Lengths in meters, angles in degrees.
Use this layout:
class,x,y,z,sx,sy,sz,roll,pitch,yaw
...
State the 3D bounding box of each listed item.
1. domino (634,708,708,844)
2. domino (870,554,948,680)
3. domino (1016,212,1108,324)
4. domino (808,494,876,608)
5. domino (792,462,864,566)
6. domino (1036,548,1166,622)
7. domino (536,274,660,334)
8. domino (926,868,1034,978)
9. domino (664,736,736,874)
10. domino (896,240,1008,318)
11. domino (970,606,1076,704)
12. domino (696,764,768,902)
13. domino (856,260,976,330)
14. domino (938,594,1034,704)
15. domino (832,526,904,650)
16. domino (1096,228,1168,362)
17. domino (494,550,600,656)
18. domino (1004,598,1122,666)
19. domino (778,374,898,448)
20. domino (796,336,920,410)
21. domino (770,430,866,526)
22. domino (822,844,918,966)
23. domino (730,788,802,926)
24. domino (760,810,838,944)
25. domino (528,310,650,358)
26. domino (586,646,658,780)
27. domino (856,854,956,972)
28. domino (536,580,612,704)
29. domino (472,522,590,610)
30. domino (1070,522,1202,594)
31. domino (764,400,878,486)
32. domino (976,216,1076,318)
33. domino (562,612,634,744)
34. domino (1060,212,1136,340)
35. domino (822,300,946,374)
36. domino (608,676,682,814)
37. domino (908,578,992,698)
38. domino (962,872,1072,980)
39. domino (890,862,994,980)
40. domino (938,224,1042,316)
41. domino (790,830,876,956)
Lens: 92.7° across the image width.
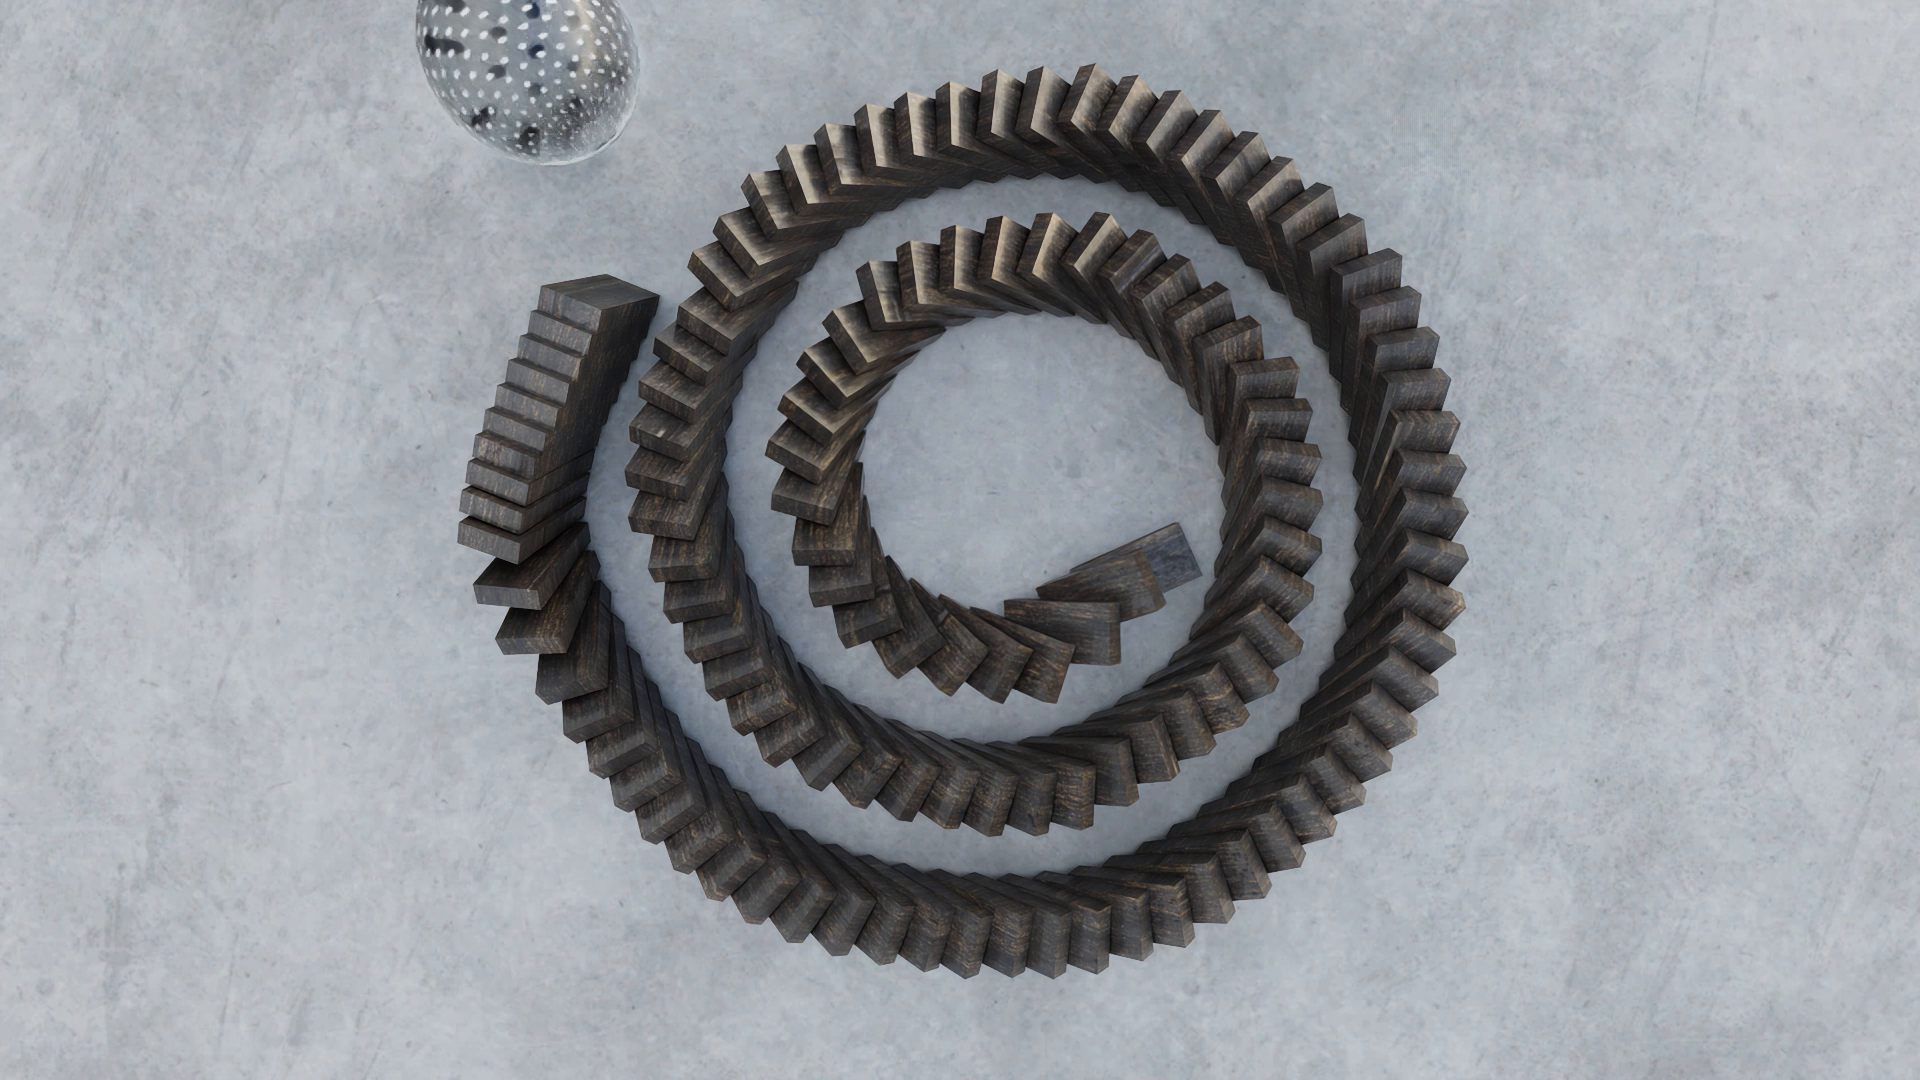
class,x,y,z,sx,sy,sz,roll,pitch,yaw
domino,-0.124,0.097,0.381,0.025,0.009,0.050,-34,52,0
domino,-0.028,0.031,0.380,0.025,0.010,0.050,-36,47,0
domino,0.047,-0.111,0.380,0.050,0.010,0.025,20,90,-42
domino,-0.049,0.004,0.380,0.025,0.009,0.050,-9,48,0
domino,-0.054,-0.012,0.380,0.025,0.009,0.050,-1,48,0
domino,0.058,0.023,0.380,0.050,0.010,0.025,-24,90,39
domino,-0.147,-0.098,0.375,0.025,0.050,0.009,22,113,0
domino,0.006,0.158,0.381,0.050,0.010,0.025,8,90,38
domino,-0.113,0.109,0.381,0.025,0.009,0.050,-38,51,0
domino,-0.003,-0.107,0.380,0.050,0.009,0.025,-7,89,-42
domino,0.022,0.047,0.380,0.050,0.009,0.025,18,90,40
domino,-0.102,0.121,0.381,0.025,0.009,0.050,-43,51,0
domino,-0.018,-0.101,0.380,0.050,0.010,0.025,-15,89,-42
domino,0.004,0.044,0.380,0.050,0.010,0.025,29,90,42
domino,-0.041,0.019,0.380,0.025,0.010,0.050,-20,49,0
domino,0.079,-0.101,0.380,0.025,0.009,0.050,-46,131,0
domino,-0.169,0.025,0.378,0.025,0.050,0.010,-2,132,0
domino,0.042,0.038,0.381,0.050,0.009,0.025,-1,91,37
domino,-0.050,-0.062,0.380,0.025,0.010,0.050,38,48,0
domino,-0.041,-0.076,0.380,0.025,0.010,0.050,48,49,0
domino,-0.058,-0.030,0.379,0.025,0.010,0.050,15,47,0
domino,-0.043,0.150,0.381,0.050,0.009,0.025,22,90,38
domino,-0.089,0.131,0.381,0.025,0.010,0.050,-49,51,0
domino,-0.074,0.139,0.381,0.050,0.009,0.025,35,90,39
domino,-0.150,-0.088,0.375,0.025,0.050,0.010,22,113,0
domino,-0.143,0.071,0.381,0.025,0.010,0.050,-28,52,0
domino,-0.027,0.154,0.381,0.050,0.010,0.025,17,90,38
domino,-0.160,0.042,0.380,0.025,0.009,0.050,-17,49,0
domino,-0.174,0.009,0.376,0.025,0.050,0.009,5,123,0
domino,0.076,0.014,0.395,0.050,0.010,0.025,-24,90,0
domino,-0.056,-0.047,0.380,0.025,0.009,0.050,29,48,1
domino,0.030,-0.112,0.380,0.050,0.009,0.025,11,90,-41
domino,-0.152,0.057,0.381,0.025,0.010,0.050,-23,52,0
domino,0.065,-0.109,0.380,0.050,0.010,0.025,36,90,-41
domino,-0.030,-0.088,0.380,0.050,0.009,0.025,-34,90,-43
domino,-0.134,0.084,0.381,0.025,0.010,0.050,-31,52,0
domino,-0.012,0.039,0.380,0.025,0.010,0.050,-50,48,0
domino,0.022,0.159,0.381,0.050,0.010,0.025,6,90,38
domino,-0.011,0.157,0.381,0.050,0.010,0.025,15,90,38
domino,0.014,-0.111,0.380,0.050,0.010,0.025,2,90,-41
domino,-0.059,0.145,0.381,0.050,0.010,0.025,28,90,39
